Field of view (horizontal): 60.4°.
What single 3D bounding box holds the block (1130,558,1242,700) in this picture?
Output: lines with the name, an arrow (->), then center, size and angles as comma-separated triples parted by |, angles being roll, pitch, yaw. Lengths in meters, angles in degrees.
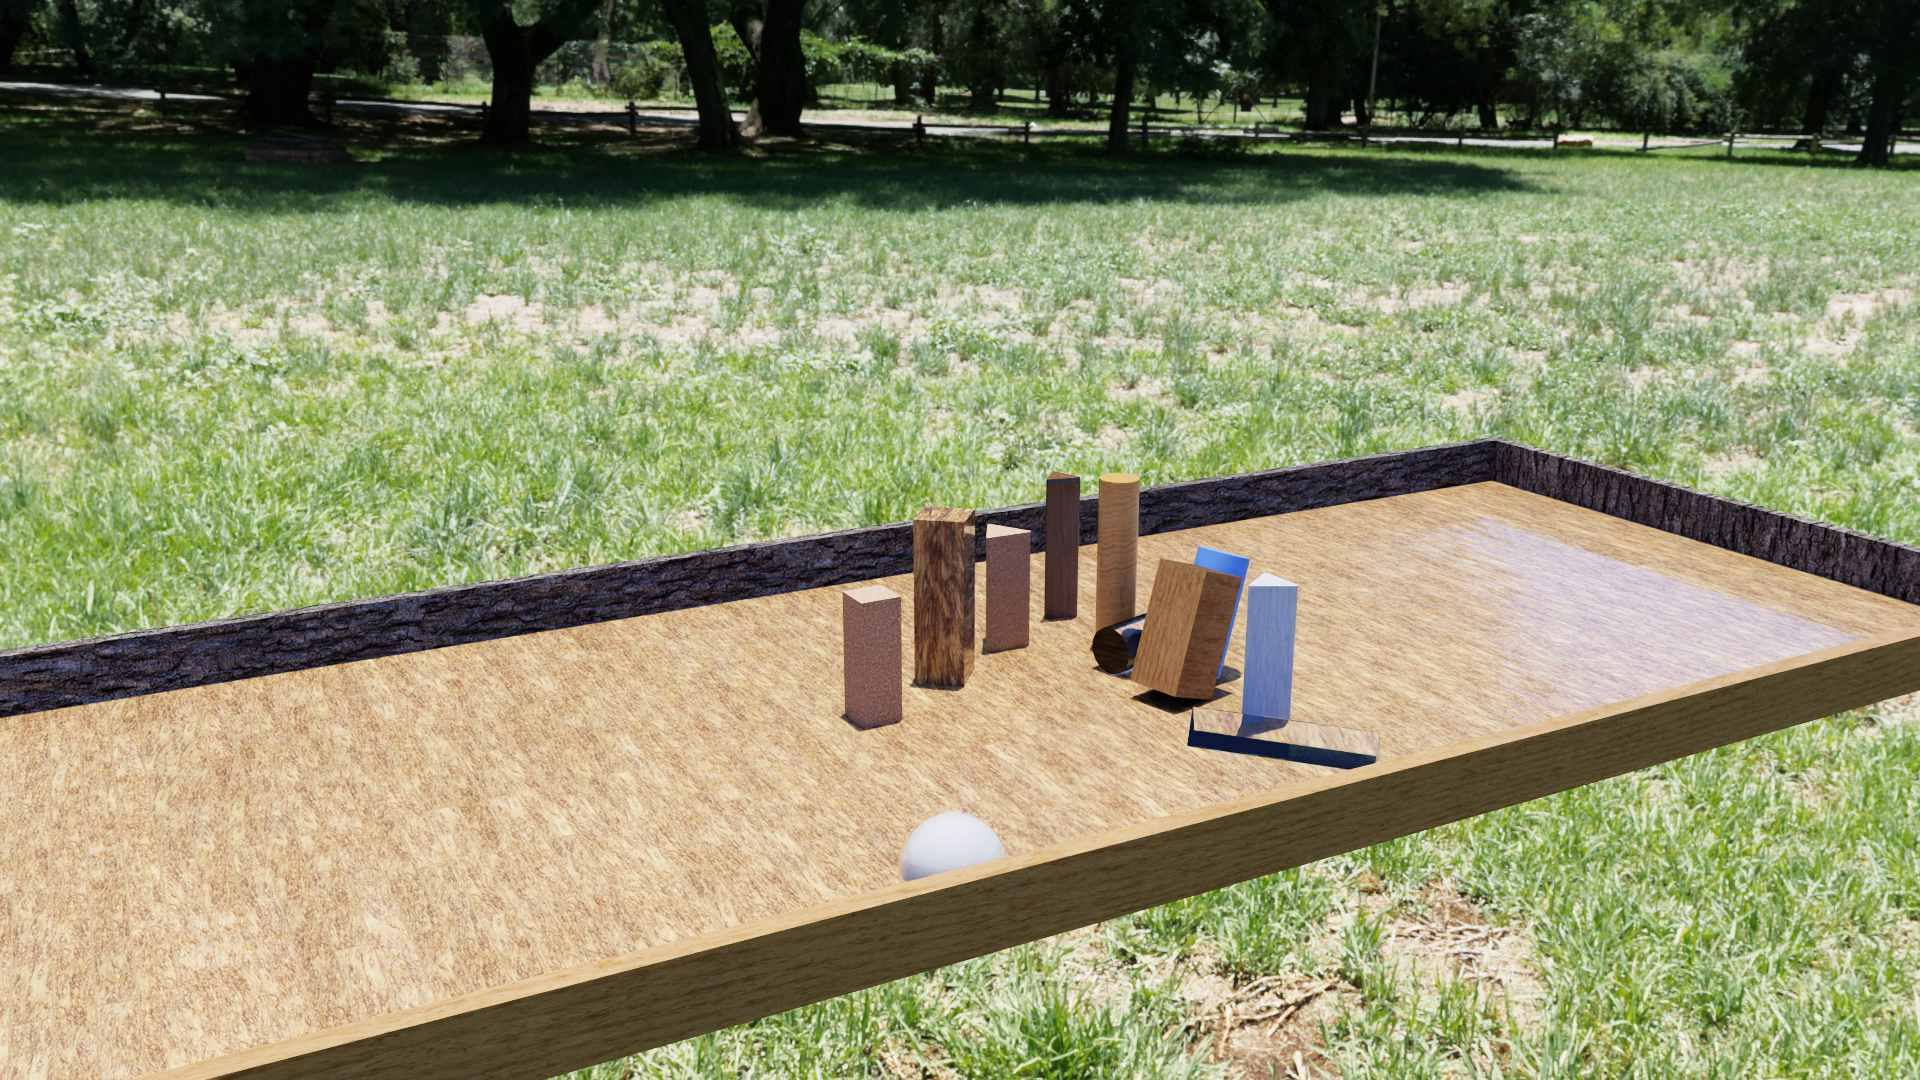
block -> 0.550, 0.217, 4.016 | 0.145, 0.308, 0.145 | 10, 5, -44

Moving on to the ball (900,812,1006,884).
ball -> -0.012, 0.592, 2.996 | 0.194, 0.194, 0.194 | 0, 16, 0

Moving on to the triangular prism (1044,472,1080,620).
triangular prism -> 0.272, 0.013, 4.596 | 0.096, 0.403, 0.083 | -5, 17, -15

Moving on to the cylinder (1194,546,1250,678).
cylinder -> 0.626, 0.181, 4.144 | 0.133, 0.309, 0.133 | 13, 4, -1

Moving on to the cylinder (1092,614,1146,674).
cylinder -> 0.522, 0.243, 4.312 | 0.391, 0.122, 0.122 | -15, 22, -42

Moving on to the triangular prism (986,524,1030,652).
triangular prism -> 0.102, 0.123, 4.380 | 0.130, 0.314, 0.112 | -8, 18, -26

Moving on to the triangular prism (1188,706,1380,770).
triangular prism -> 0.729, 0.439, 3.714 | 0.418, 0.078, 0.091 | 6, 18, 20

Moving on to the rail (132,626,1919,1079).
rail -> -2.336, 1.006, 1.665 | 12.000, 0.150, 0.050 | -9, 18, -27

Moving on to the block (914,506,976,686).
block -> -0.038, 0.141, 4.121 | 0.127, 0.426, 0.127 | 4, 17, 12

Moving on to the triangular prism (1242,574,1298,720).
triangular prism -> 0.708, 0.263, 3.820 | 0.110, 0.361, 0.095 | 0, 16, 0

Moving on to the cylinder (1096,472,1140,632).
cylinder -> 0.413, 0.059, 4.338 | 0.106, 0.460, 0.106 | 0, 16, 0

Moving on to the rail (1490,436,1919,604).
rail -> 2.466, -0.048, 5.253 | 0.050, 0.150, 2.100 | -9, 18, -27

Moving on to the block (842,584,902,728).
block -> -0.206, 0.273, 3.879 | 0.102, 0.308, 0.102 | -9, 19, -28

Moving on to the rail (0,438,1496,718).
rail -> -3.305, 0.497, 3.399 | 12.000, 0.150, 0.050 | -9, 18, -27
